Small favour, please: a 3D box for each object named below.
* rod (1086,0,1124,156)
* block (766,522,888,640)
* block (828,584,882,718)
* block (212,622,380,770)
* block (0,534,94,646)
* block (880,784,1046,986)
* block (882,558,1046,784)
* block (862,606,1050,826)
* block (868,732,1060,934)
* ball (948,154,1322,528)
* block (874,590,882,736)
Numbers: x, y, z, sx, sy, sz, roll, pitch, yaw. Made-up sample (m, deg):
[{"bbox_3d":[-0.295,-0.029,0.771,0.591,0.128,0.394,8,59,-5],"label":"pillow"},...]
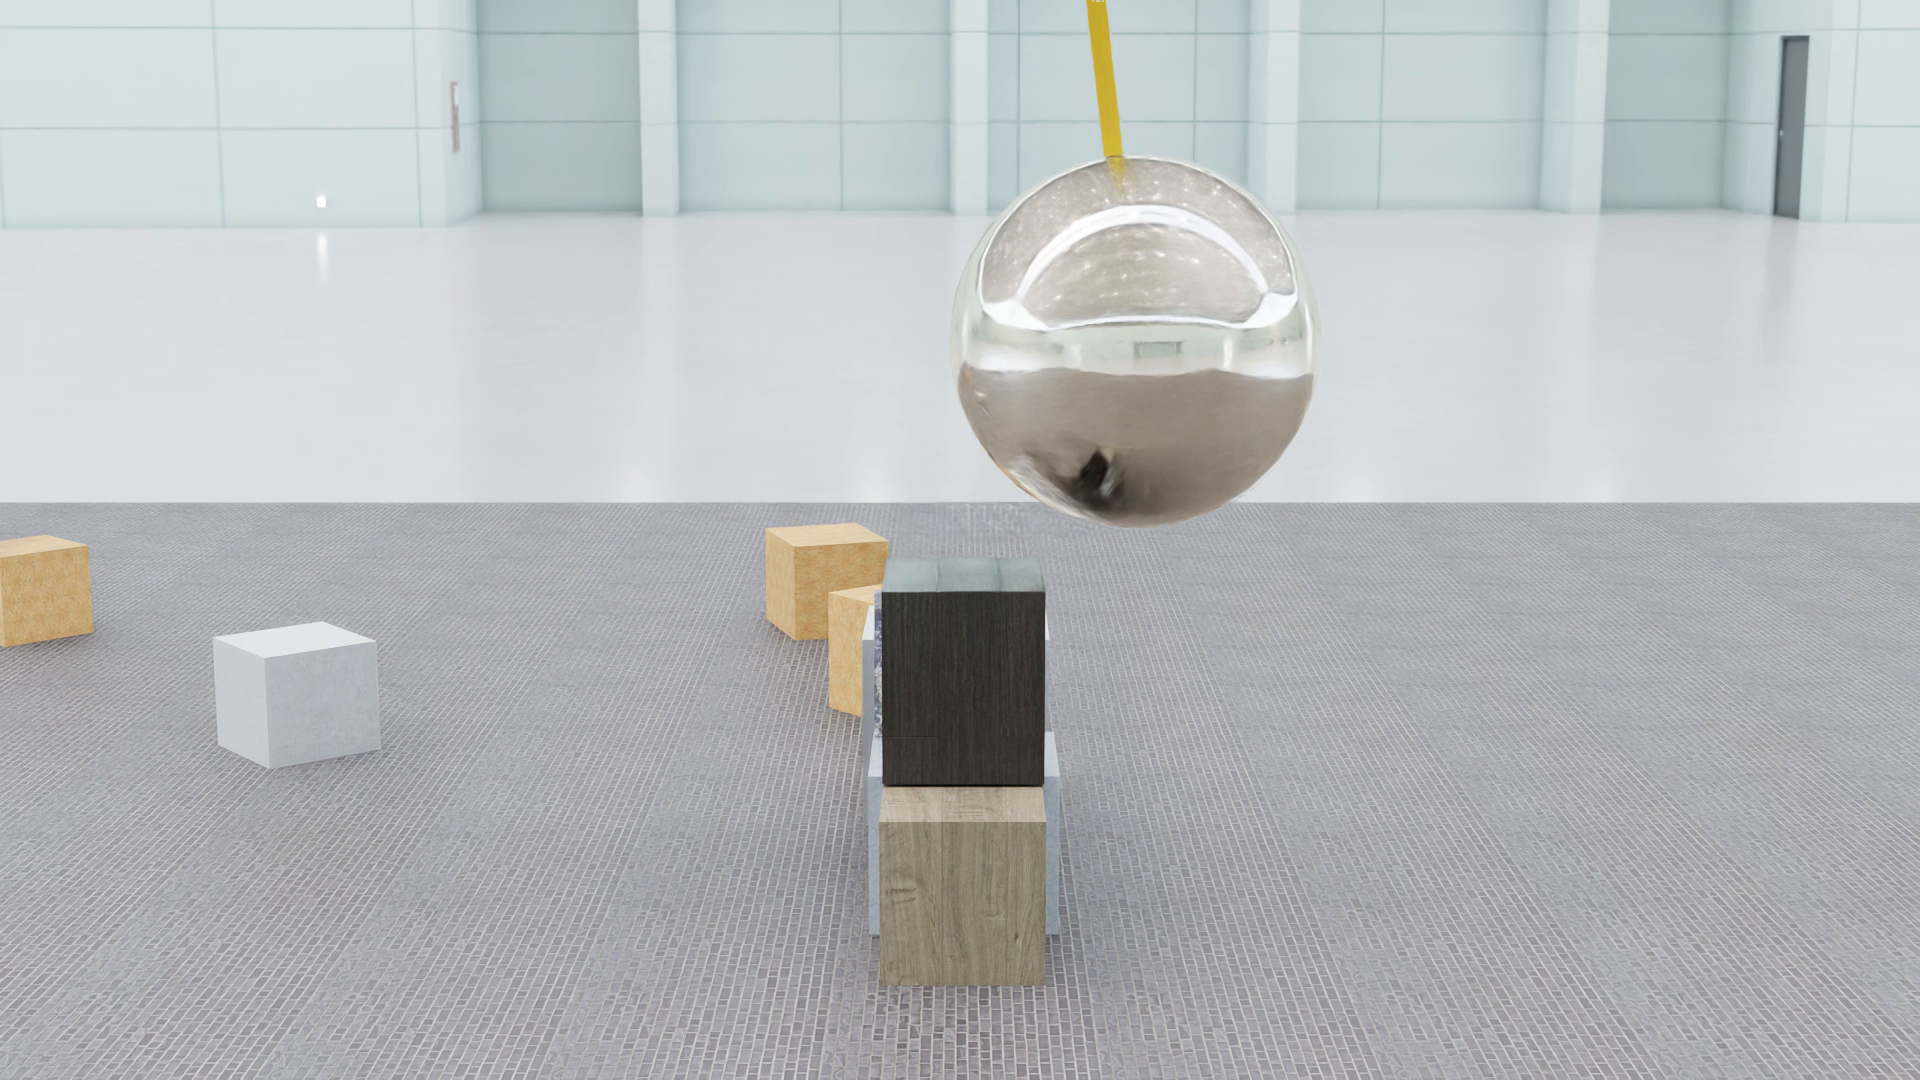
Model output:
[{"bbox_3d":[0.325,-4.170,10.422,0.080,5.200,0.080,-7,10,1],"label":"rod"},{"bbox_3d":[-0.857,0.259,16.466,0.617,0.599,0.701,-4,11,-19],"label":"block"},{"bbox_3d":[-0.202,0.620,14.317,0.783,0.658,0.721,-9,13,-39],"label":"block"},{"bbox_3d":[-3.490,0.807,13.497,0.623,0.584,0.630,-8,13,-39],"label":"block"},{"bbox_3d":[-5.919,0.315,16.260,0.551,0.563,0.590,10,14,43],"label":"block"},{"bbox_3d":[0.010,1.359,10.240,0.645,0.662,0.594,0,10,0],"label":"block"},{"bbox_3d":[0.014,0.532,10.652,0.655,0.792,0.726,0,10,0],"label":"block"},{"bbox_3d":[-0.017,0.839,12.432,0.875,0.901,0.779,0,10,1],"label":"block"},{"bbox_3d":[0.016,1.233,10.897,0.784,0.675,0.722,0,10,0],"label":"block"},{"bbox_3d":[0.750,-0.852,11.026,1.600,1.600,1.600,0,10,0],"label":"ball"},{"bbox_3d":[-0.080,0.537,11.373,0.599,0.554,0.617,0,6,-2],"label":"block"}]
